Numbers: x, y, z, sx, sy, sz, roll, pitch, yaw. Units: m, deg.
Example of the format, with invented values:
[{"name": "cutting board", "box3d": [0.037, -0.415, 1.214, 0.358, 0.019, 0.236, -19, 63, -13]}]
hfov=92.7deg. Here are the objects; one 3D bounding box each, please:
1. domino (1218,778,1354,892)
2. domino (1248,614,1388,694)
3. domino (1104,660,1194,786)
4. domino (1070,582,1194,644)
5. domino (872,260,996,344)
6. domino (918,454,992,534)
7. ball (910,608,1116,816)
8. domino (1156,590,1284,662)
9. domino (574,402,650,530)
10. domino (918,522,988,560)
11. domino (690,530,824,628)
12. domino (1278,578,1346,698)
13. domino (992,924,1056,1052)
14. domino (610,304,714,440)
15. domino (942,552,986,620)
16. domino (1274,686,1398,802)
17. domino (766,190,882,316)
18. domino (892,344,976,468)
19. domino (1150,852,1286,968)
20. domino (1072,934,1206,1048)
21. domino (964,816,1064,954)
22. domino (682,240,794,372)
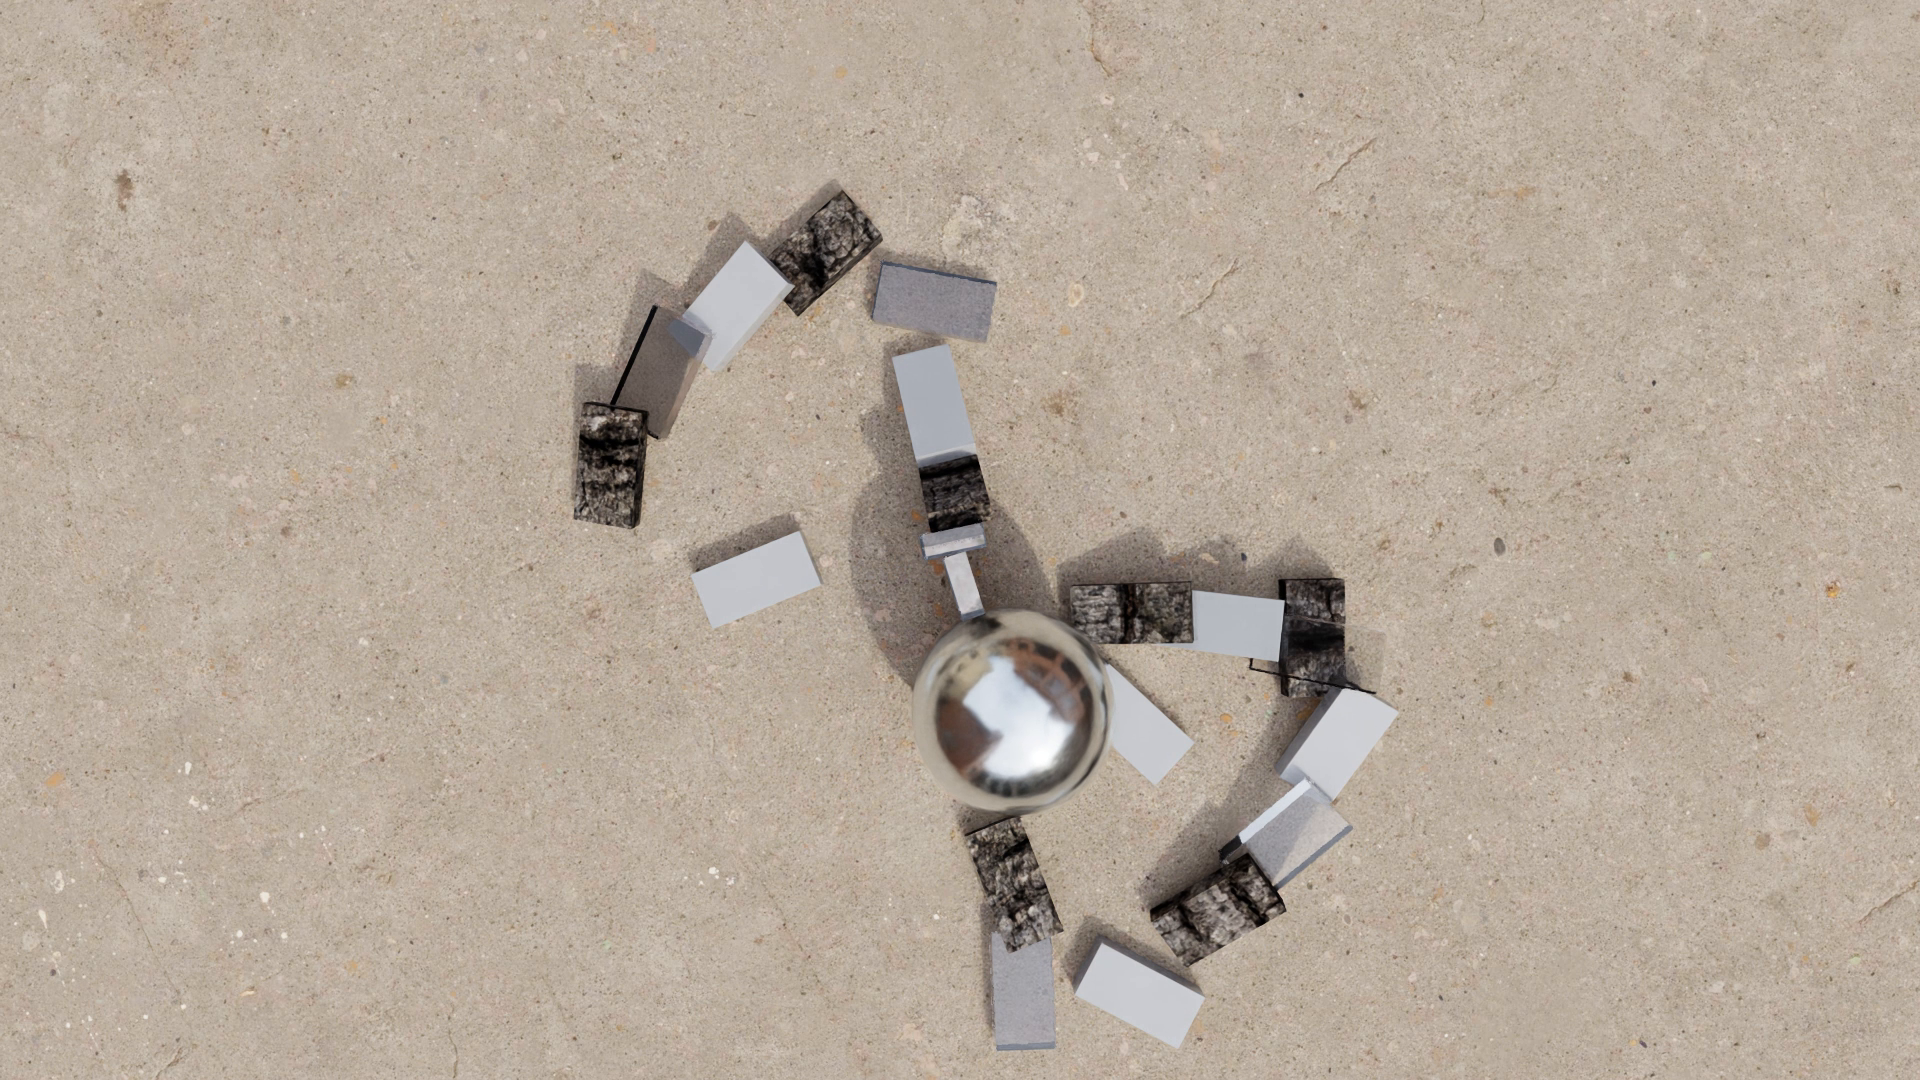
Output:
[{"name": "domino", "box3d": [0.138, 0.128, 0.390, 0.025, 0.010, 0.050, 44, 103, 0]}, {"name": "domino", "box3d": [0.148, 0.046, 0.380, 0.050, 0.009, 0.025, 9, 94, 30]}, {"name": "domino", "box3d": [0.073, 0.079, 0.395, 0.050, 0.010, 0.025, 43, 90, 0]}, {"name": "domino", "box3d": [0.073, 0.031, 0.388, 0.050, 0.010, 0.025, -3, 90, 17]}, {"name": "domino", "box3d": [-0.011, -0.102, 0.395, 0.050, 0.010, 0.025, 10, 90, 0]}, {"name": "domino", "box3d": [-0.003, -0.024, 0.377, 0.025, 0.050, 0.009, -12, 127, 0]}, {"name": "ball", "box3d": [0.021, 0.067, 0.360, 0.080, 0.080, 0.080, 0, 90, 0]}, {"name": "domino", "box3d": [0.109, 0.035, 0.387, 0.050, 0.010, 0.025, 6, 90, 21]}, {"name": "domino", "box3d": [-0.148, -0.032, 0.390, 0.025, 0.010, 0.050, 10, 103, 0]}, {"name": "domino", "box3d": [-0.003, 0.000, 0.375, 0.025, 0.050, 0.010, -12, 92, 0]}, {"name": "domino", "box3d": [-0.087, 0.017, 0.395, 0.050, 0.009, 0.025, -22, 90, 0]}, {"name": "domino", "box3d": [0.152, 0.042, 0.395, 0.025, 0.010, 0.050, -1, 90, 0]}, {"name": "domino", "box3d": [0.027, 0.192, 0.395, 0.025, 0.010, 0.050, -2, 90, 0]}, {"name": "domino", "box3d": [-0.127, -0.071, 0.389, 0.025, 0.010, 0.050, 30, 104, 0]}, {"name": "domino", "box3d": [0.001, 0.018, 0.375, 0.010, 0.050, 0.025, -18, 90, 0]}, {"name": "domino", "box3d": [0.159, 0.085, 0.389, 0.025, 0.010, 0.050, 30, 104, -1]}, {"name": "domino", "box3d": [-0.061, -0.123, 0.395, 0.050, 0.010, 0.025, -42, 90, 0]}, {"name": "domino", "box3d": [-0.011, -0.057, 0.386, 0.025, 0.010, 0.050, -14, 67, 0]}, {"name": "domino", "box3d": [0.109, 0.158, 0.390, 0.050, 0.010, 0.025, -36, 92, 13]}, {"name": "domino", "box3d": [0.077, 0.194, 0.395, 0.050, 0.010, 0.025, 28, 90, 0]}, {"name": "domino", "box3d": [0.023, 0.145, 0.390, 0.025, 0.009, 0.050, -21, 79, -4]}, {"name": "domino", "box3d": [-0.097, -0.099, 0.390, 0.025, 0.009, 0.050, 45, 103, 0]}]
